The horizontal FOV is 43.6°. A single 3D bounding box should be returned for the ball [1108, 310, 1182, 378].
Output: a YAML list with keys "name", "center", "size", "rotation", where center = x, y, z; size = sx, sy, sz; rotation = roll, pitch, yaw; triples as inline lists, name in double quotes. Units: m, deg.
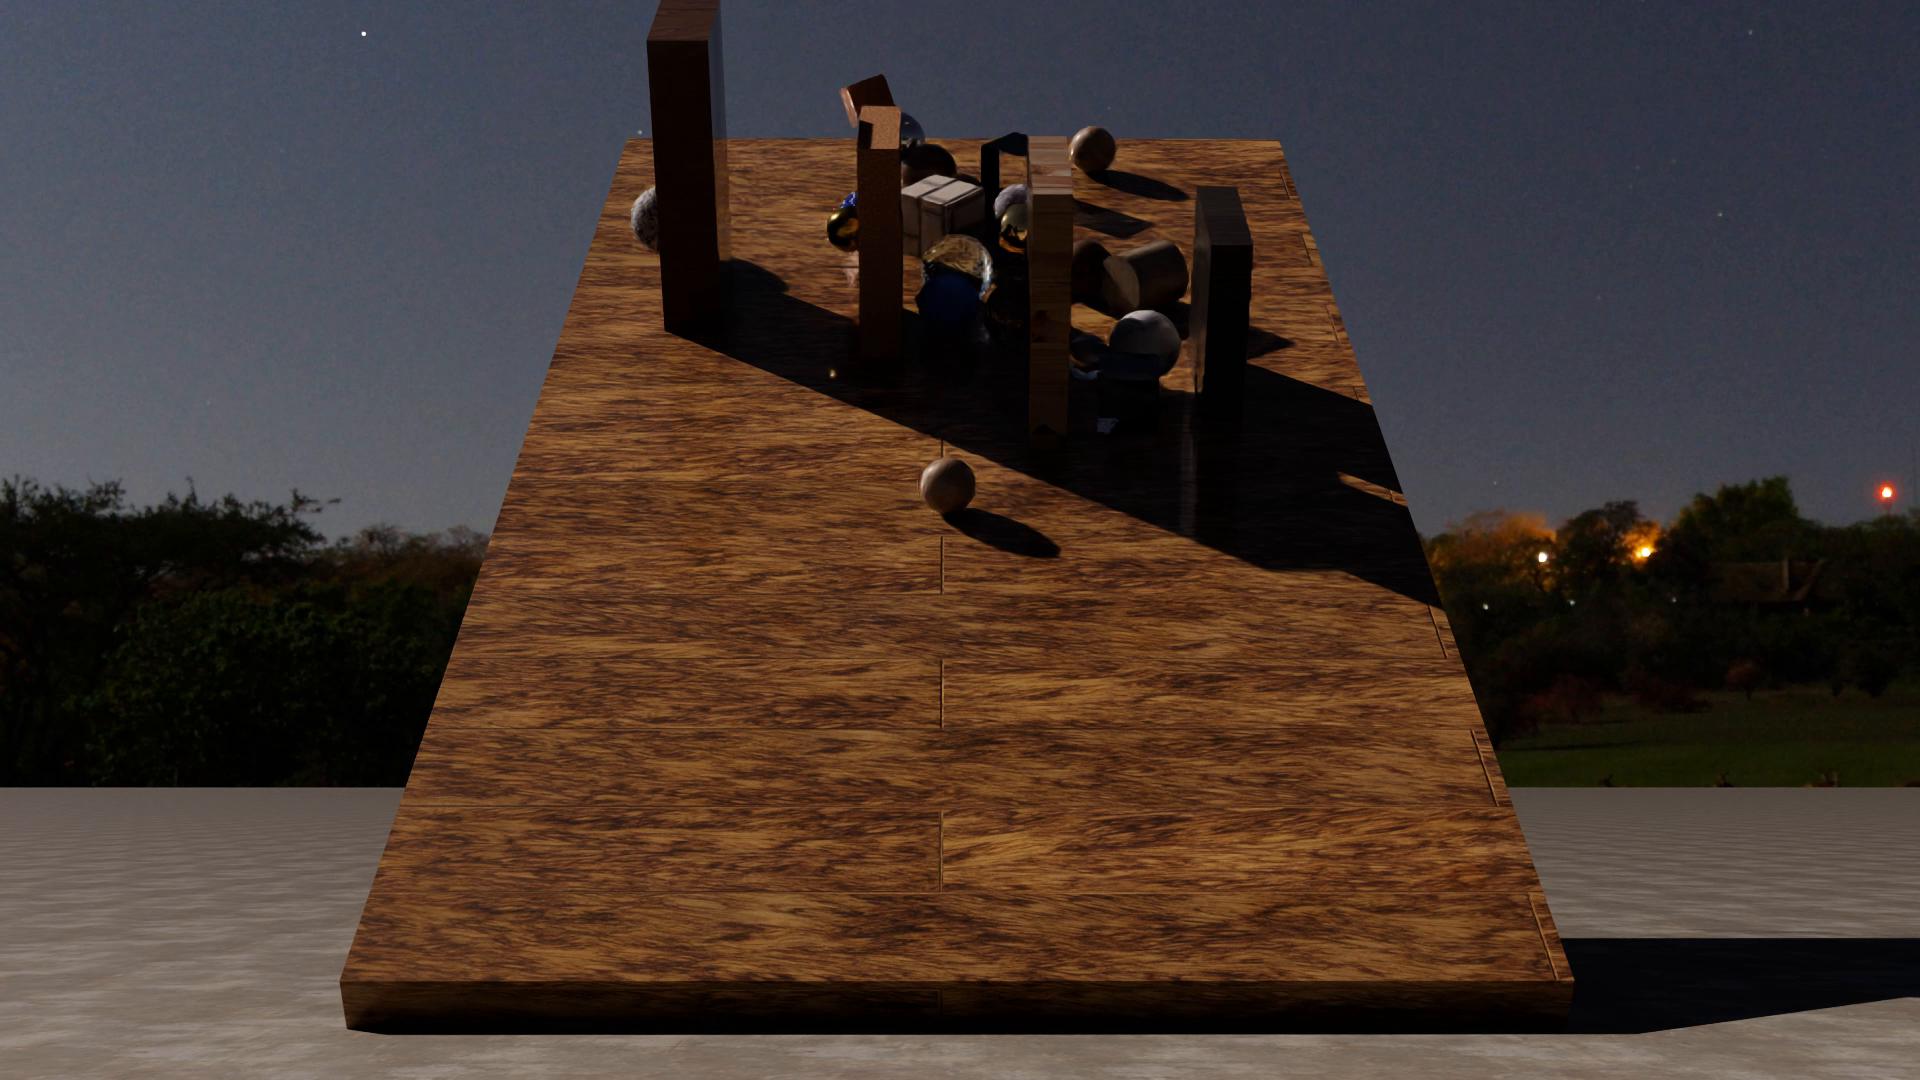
- name: "ball"
  center: [0.445, -0.468, 5.784]
  size: [0.174, 0.174, 0.174]
  rotation: [0, -6, 0]

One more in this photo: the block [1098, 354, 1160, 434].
- name: "block"
  center: [0.395, -0.344, 5.646]
  size: [0.140, 0.140, 0.140]
  rotation: [2, 29, 3]

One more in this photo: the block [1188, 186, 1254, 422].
- name: "block"
  center: [0.618, -0.566, 5.731]
  size: [0.096, 0.447, 0.372]
  rotation: [0, 29, 0]

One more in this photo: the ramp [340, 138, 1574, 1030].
- name: "ramp"
  center: [-0.012, -0.216, 5.662]
  size: [2.000, 0.100, 4.000]
  rotation: [0, 29, 0]

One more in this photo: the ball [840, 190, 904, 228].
- name: "ball"
  center: [-0.237, -0.844, 6.347]
  size: [0.175, 0.175, 0.175]
  rotation: [0, -6, 0]

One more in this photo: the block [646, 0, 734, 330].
- name: "block"
  center: [-0.680, -0.953, 6.098]
  size: [0.146, 0.759, 0.364]
  rotation: [0, 29, 0]

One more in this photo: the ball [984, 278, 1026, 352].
- name: "ball"
  center: [0.152, -0.562, 5.991]
  size: [0.185, 0.185, 0.185]
  rotation: [0, -6, 0]

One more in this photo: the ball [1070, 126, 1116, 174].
- name: "ball"
  center: [0.393, -1.154, 7.102]
  size: [0.138, 0.138, 0.138]
  rotation: [0, -6, 0]

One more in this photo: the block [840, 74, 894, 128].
- name: "block"
  center: [-0.266, -1.265, 6.924]
  size: [0.113, 0.113, 0.113]
  rotation: [-22, 9, -12]

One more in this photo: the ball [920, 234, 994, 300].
- name: "ball"
  center: [-0.008, -0.698, 6.225]
  size: [0.193, 0.193, 0.193]
  rotation: [0, -6, 0]

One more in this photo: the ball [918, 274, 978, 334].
- name: "ball"
  center: [-0.030, -0.597, 6.084]
  size: [0.155, 0.155, 0.155]
  rotation: [0, -6, 0]

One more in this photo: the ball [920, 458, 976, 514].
- name: "ball"
  center: [-0.026, -0.119, 5.259]
  size: [0.123, 0.123, 0.123]
  rotation: [0, -6, 0]

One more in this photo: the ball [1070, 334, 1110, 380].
- name: "ball"
  center: [0.308, -0.444, 5.823]
  size: [0.113, 0.113, 0.113]
  rotation: [0, -6, 0]

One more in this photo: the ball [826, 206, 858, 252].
- name: "ball"
  center: [-0.287, -0.803, 6.208]
  size: [0.116, 0.116, 0.116]
  rotation: [0, -6, 0]

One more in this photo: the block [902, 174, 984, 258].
- name: "block"
  center: [-0.053, -0.876, 6.565]
  size: [0.172, 0.172, 0.172]
  rotation: [21, 35, 32]

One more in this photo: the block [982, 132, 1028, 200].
- name: "block"
  center: [0.169, -1.070, 6.937]
  size: [0.151, 0.151, 0.151]
  rotation: [22, 36, 34]

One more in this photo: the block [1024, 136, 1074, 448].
- name: "block"
  center: [0.202, -0.573, 5.560]
  size: [0.089, 0.623, 0.372]
  rotation: [0, 29, 0]

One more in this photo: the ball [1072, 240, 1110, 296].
- name: "ball"
  center: [0.328, -0.713, 6.300]
  size: [0.147, 0.147, 0.147]
  rotation: [0, -6, 0]

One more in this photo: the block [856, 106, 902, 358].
- name: "block"
  center: [-0.197, -0.768, 5.987]
  size: [0.100, 0.545, 0.306]
  rotation: [0, 29, 0]

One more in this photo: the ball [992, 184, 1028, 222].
- name: "ball"
  center: [0.167, -0.906, 6.629]
  size: [0.154, 0.154, 0.154]
  rotation: [0, -6, 0]

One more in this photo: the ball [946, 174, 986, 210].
- name: "ball"
  center: [0.000, -0.948, 6.711]
  size: [0.150, 0.150, 0.150]
  rotation: [0, -6, 0]

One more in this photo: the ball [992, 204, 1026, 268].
- name: "ball"
  center: [0.175, -0.820, 6.466]
  size: [0.173, 0.173, 0.173]
  rotation: [0, -6, 0]

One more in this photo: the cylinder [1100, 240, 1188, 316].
- name: "cylinder"
  center: [0.477, -0.678, 6.222]
  size: [0.162, 0.162, 0.162]
  rotation: [-20, 5, -31]

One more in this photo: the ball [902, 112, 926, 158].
- name: "ball"
  center: [-0.196, -1.168, 7.070]
  size: [0.190, 0.190, 0.190]
  rotation: [0, -6, 0]

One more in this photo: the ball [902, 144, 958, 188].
- name: "ball"
  center: [-0.091, -1.049, 6.879]
  size: [0.169, 0.169, 0.169]
  rotation: [0, -6, 0]

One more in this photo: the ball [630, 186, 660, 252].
- name: "ball"
  center: [-0.808, -0.876, 6.553]
  size: [0.180, 0.180, 0.180]
  rotation: [0, -6, 0]
